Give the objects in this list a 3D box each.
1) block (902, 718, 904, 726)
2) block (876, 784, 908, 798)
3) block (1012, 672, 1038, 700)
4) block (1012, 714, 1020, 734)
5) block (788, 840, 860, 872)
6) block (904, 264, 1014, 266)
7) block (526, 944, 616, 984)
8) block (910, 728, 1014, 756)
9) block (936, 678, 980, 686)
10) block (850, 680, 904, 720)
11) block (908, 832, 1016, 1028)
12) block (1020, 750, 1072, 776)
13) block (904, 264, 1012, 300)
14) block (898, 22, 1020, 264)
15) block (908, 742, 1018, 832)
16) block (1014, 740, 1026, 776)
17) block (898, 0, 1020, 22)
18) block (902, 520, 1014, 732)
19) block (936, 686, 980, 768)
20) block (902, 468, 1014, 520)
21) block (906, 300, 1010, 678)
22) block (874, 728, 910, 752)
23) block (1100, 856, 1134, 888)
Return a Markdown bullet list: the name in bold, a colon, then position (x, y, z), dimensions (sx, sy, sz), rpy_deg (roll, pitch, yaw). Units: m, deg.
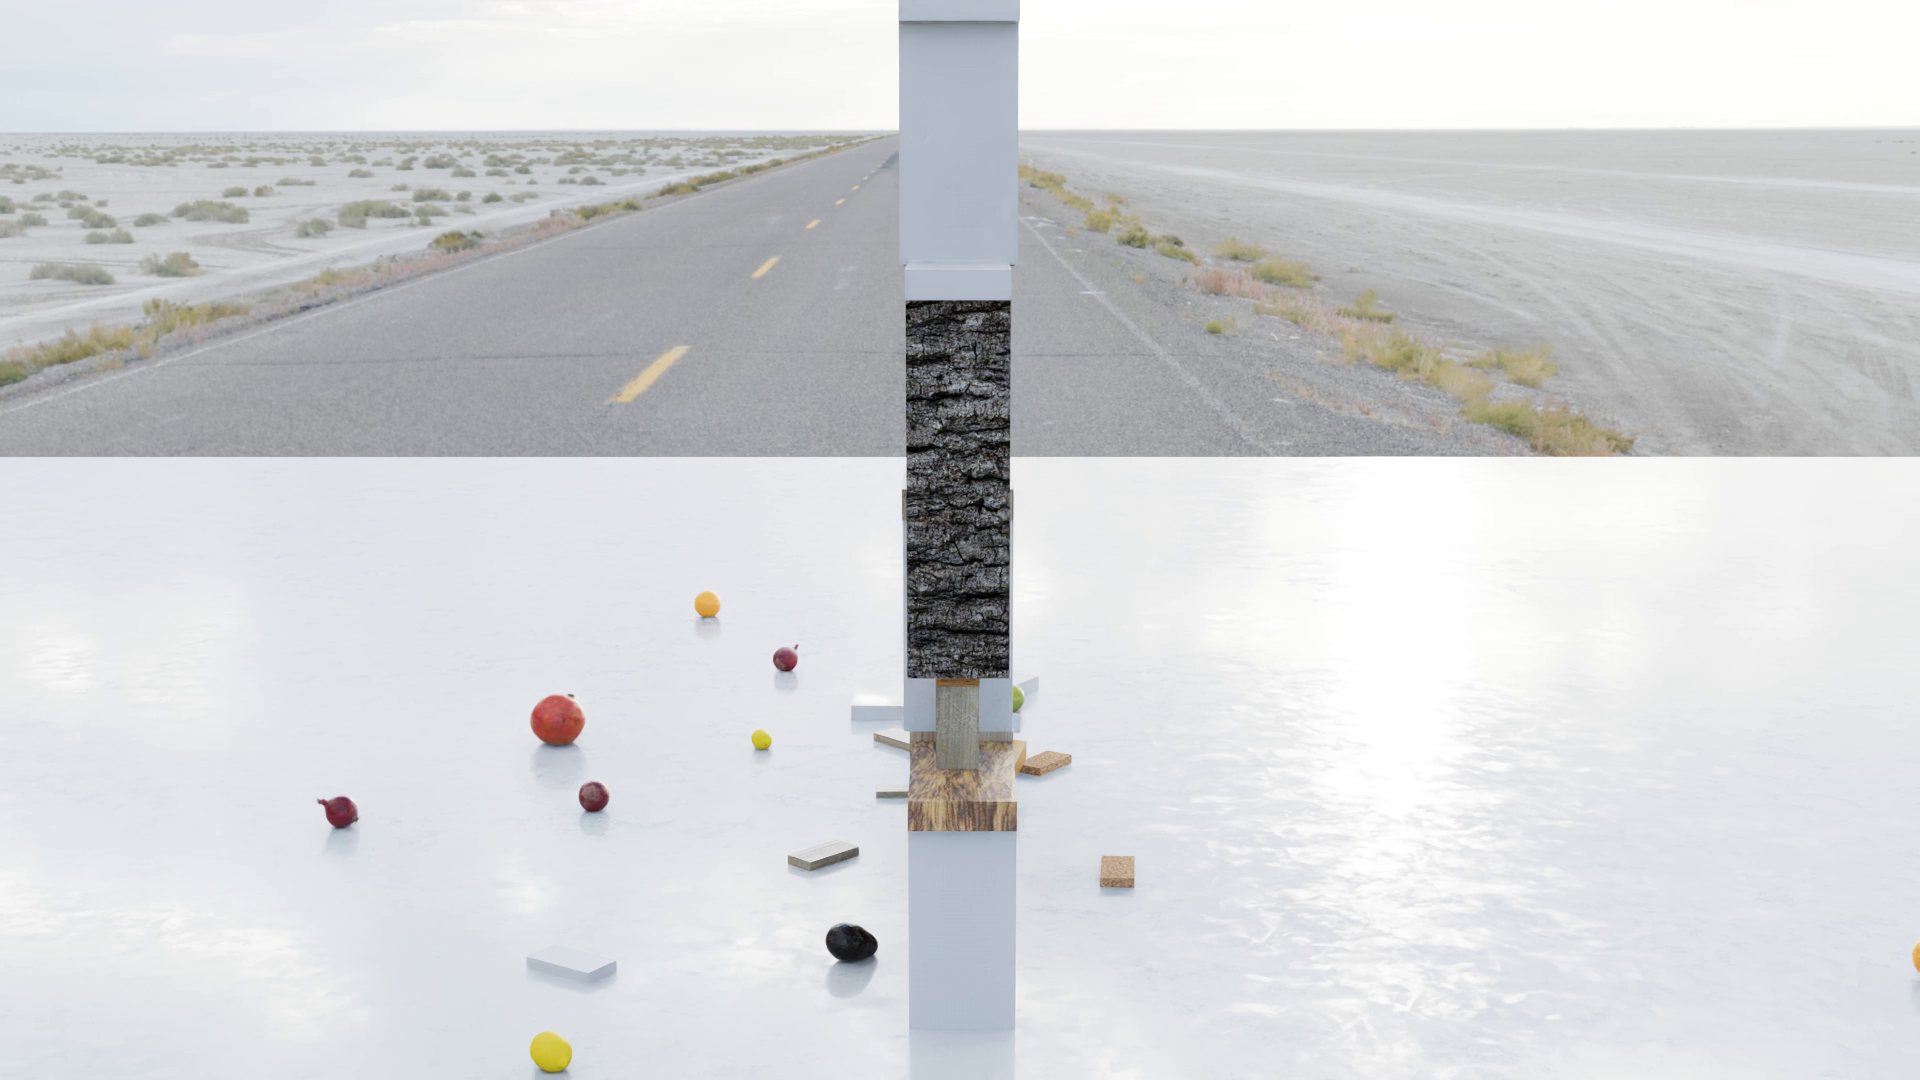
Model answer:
- **block**: position (-0.062, 0.396, 4.665), dimensions (0.062, 0.017, 0.123), rpy_deg (-7, 13, -35)
- **block**: position (-0.115, 0.481, 4.217), dimensions (0.093, 0.013, 0.046), rpy_deg (-1, 11, -3)
- **block**: position (0.068, 0.337, 4.940), dimensions (0.116, 0.033, 0.232), rpy_deg (7, 12, 32)
- **block**: position (0.021, 0.362, 4.408), dimensions (0.127, 0.036, 0.254), rpy_deg (0, -1, -16)
- **block**: position (-0.238, 0.550, 3.838), dimensions (0.058, 0.016, 0.116), rpy_deg (10, 14, 43)
- **block**: position (-0.002, -0.590, 3.315), dimensions (0.167, 0.349, 0.047), rpy_deg (0, 11, 0)
- **block**: position (-0.590, 0.643, 3.336), dimensions (0.125, 0.018, 0.063), rpy_deg (7, 12, 32)
- **block**: position (0.002, 0.283, 3.481), dimensions (0.157, 0.044, 0.314), rpy_deg (0, 11, 0)
- **block**: position (-0.004, 0.190, 3.206), dimensions (0.063, 0.018, 0.125), rpy_deg (0, 11, 0)
- **block**: position (-0.173, 0.352, 4.859), dimensions (0.116, 0.033, 0.232), rpy_deg (0, 11, 2)
- **block**: position (0.003, 0.541, 3.109), dimensions (0.151, 0.301, 0.043), rpy_deg (0, 11, 0)
- **block**: position (0.168, 0.446, 4.398), dimensions (0.058, 0.016, 0.117), rpy_deg (7, 13, 34)
- **block**: position (-0.003, -0.373, 3.132), dimensions (0.145, 0.041, 0.290), rpy_deg (0, 11, 0)
- **block**: position (-0.002, -0.557, 3.095), dimensions (0.167, 0.334, 0.047), rpy_deg (0, 11, 0)
- **block**: position (0.003, 0.353, 3.176), dimensions (0.151, 0.043, 0.301), rpy_deg (0, 11, 0)
- **block**: position (0.037, 0.447, 4.189), dimensions (0.127, 0.036, 0.254), rpy_deg (6, 23, 13)
- **block**: position (-0.001, -0.765, 3.169), dimensions (0.167, 0.047, 0.334), rpy_deg (0, 11, 0)
- **block**: position (-0.003, 0.123, 3.317), dimensions (0.165, 0.329, 0.047), rpy_deg (0, 11, 0)
- **block**: position (-0.004, 0.268, 3.176), dimensions (0.063, 0.125, 0.018), rpy_deg (0, 11, 0)
- **block**: position (-0.003, -0.082, 3.390), dimensions (0.165, 0.047, 0.329), rpy_deg (0, 11, 0)
- **block**: position (-0.003, -0.071, 3.091), dimensions (0.145, 0.537, 0.041), rpy_deg (0, 11, 0)
- **block**: position (-0.116, 0.415, 4.564), dimensions (0.062, 0.017, 0.123), rpy_deg (-10, 14, -42)
- **block**: position (0.269, 0.566, 3.755), dimensions (0.058, 0.016, 0.116), rpy_deg (1, 11, 5)
